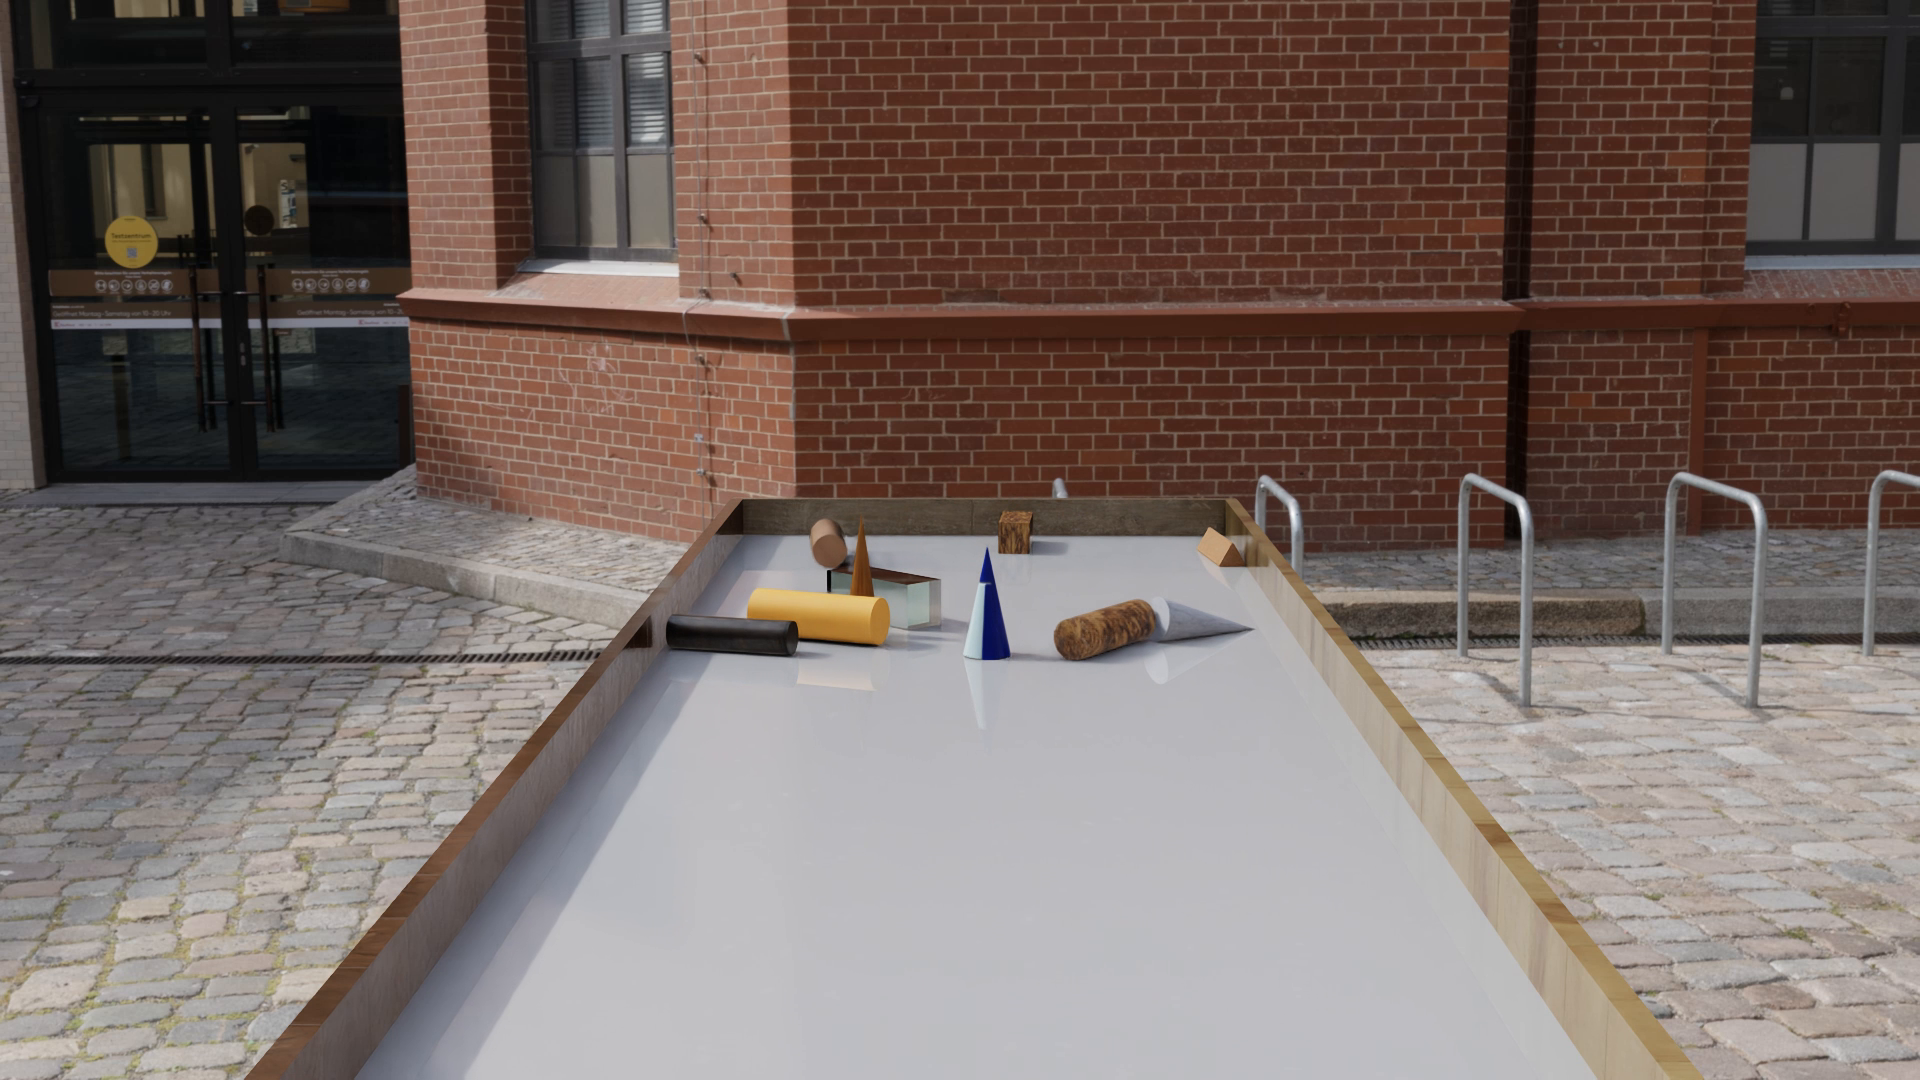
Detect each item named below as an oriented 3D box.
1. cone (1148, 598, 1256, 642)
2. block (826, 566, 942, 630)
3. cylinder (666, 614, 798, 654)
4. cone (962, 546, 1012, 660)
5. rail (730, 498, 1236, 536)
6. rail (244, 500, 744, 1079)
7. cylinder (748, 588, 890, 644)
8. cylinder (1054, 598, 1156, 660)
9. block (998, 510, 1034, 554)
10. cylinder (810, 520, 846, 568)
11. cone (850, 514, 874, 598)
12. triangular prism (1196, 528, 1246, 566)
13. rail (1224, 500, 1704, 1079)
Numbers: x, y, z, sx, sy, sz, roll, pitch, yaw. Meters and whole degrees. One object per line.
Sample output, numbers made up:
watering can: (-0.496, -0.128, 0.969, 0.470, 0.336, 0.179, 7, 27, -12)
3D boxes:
cone: (0.796, 0.272, 7.071, 0.400, 0.143, 0.143, 7, 5, -30)
block: (-0.255, 0.190, 7.329, 0.151, 0.151, 0.398, -9, 13, -44)
cylinder: (-0.708, 0.293, 6.827, 0.400, 0.105, 0.105, 3, 9, 16)
cone: (0.083, 0.185, 6.745, 0.150, 0.342, 0.150, 0, 9, 0)
rail: (0.099, -0.098, 9.147, 2.100, 0.150, 0.050, 0, 9, 1)
rail: (-1.004, 0.839, 3.234, 0.050, 0.150, 12.000, 0, 9, 1)
cylinder: (-0.451, 0.243, 7.003, 0.434, 0.149, 0.149, 4, 10, 23)
cylinder: (0.454, 0.277, 6.844, 0.129, 0.129, 0.401, 6, 11, 34)
block: (0.225, -0.032, 8.820, 0.123, 0.123, 0.326, 1, 9, 4)
cylinder: (-0.511, 0.011, 8.532, 0.128, 0.128, 0.397, -1, 9, -5)
cone: (-0.315, 0.108, 7.057, 0.116, 0.398, 0.116, 0, 9, 0)
triangular prism: (1.015, 0.024, 8.560, 0.102, 0.088, 0.404, -1, 9, -6)
rail: (1.046, 0.843, 3.208, 0.050, 0.150, 12.000, 0, 9, 1)
